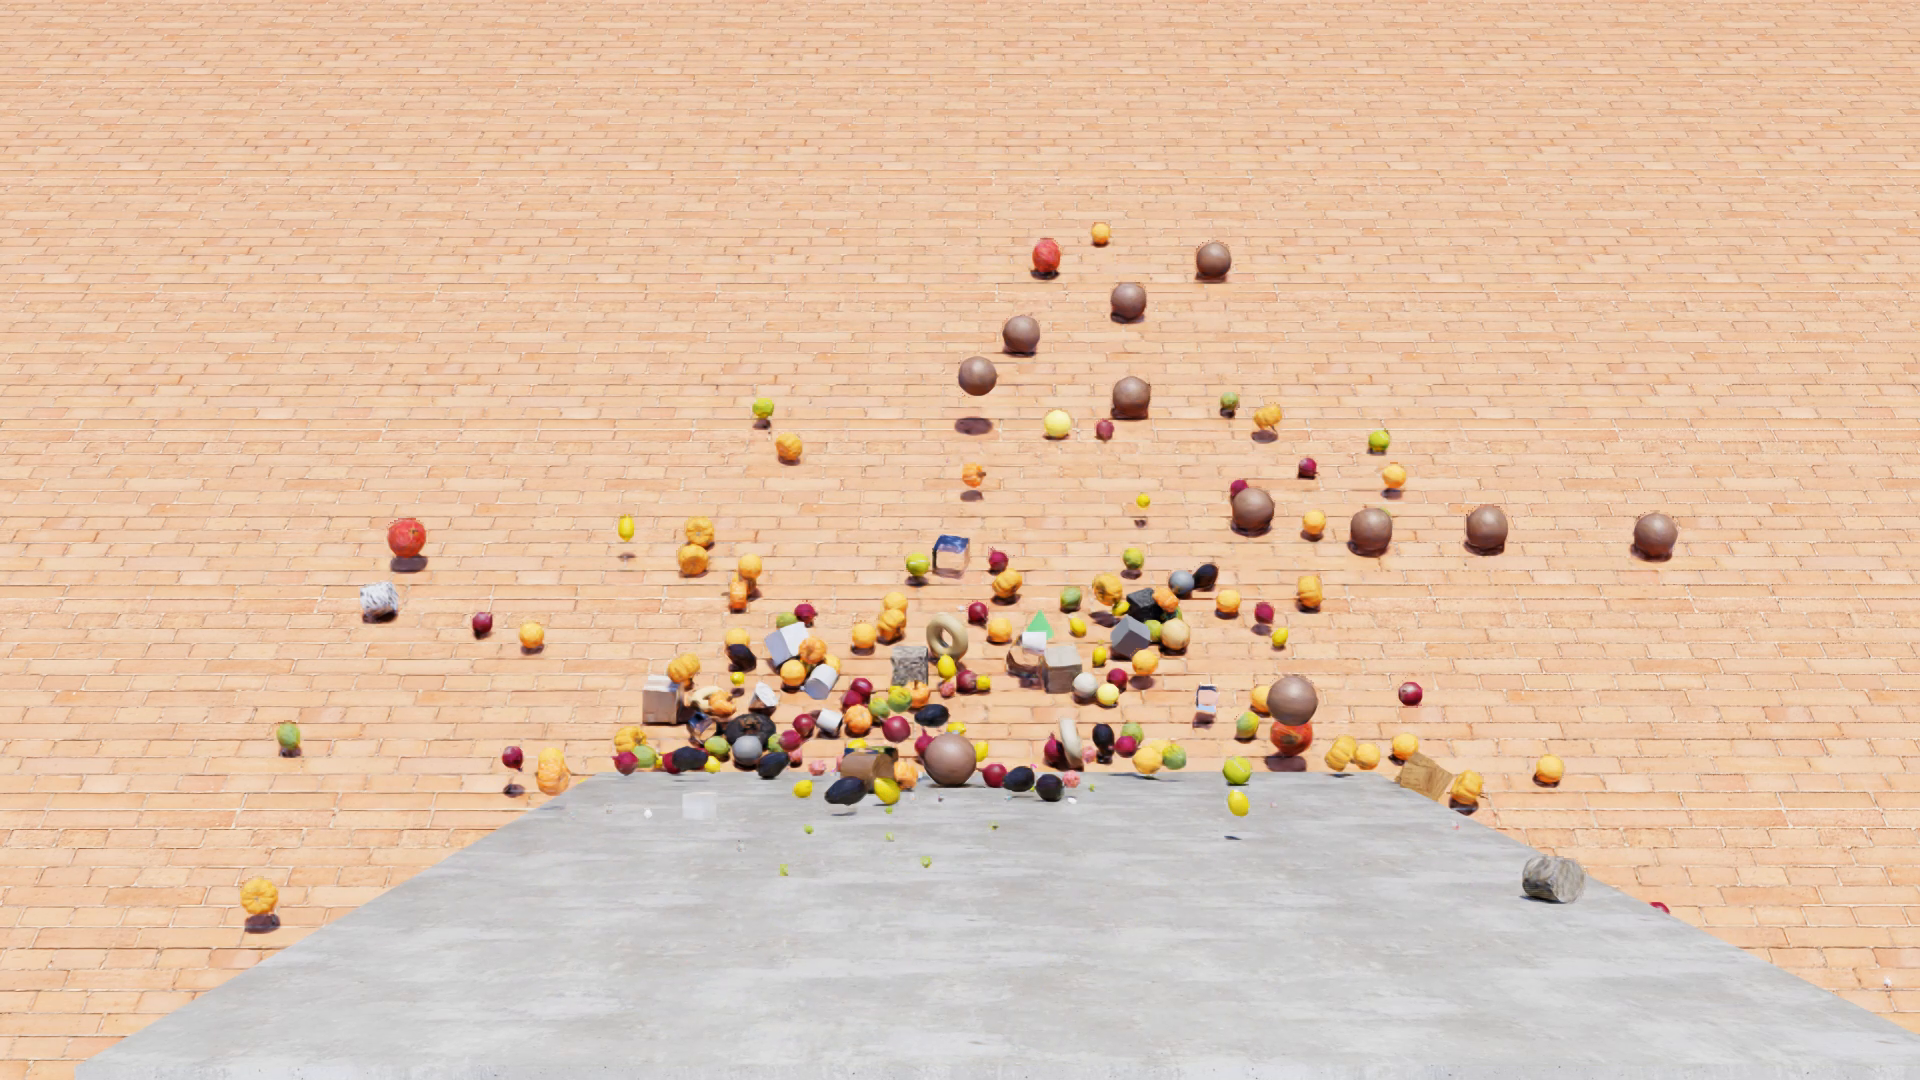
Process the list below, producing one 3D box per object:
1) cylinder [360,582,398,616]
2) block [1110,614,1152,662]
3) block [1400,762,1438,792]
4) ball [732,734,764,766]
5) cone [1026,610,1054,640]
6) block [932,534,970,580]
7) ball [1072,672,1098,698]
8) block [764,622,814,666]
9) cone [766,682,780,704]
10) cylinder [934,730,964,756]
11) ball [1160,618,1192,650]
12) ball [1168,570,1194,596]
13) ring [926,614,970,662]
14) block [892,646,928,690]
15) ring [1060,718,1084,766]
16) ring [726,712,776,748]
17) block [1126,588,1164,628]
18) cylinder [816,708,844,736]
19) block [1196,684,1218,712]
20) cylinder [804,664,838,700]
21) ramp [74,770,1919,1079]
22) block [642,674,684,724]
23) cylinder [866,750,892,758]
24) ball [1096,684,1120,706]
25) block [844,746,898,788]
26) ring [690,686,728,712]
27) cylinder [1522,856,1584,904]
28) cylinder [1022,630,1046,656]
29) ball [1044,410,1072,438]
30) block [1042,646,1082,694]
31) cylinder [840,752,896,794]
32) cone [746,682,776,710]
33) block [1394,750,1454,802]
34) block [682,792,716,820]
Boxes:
[{"bbox_3d":[-1.671,0.169,7.455,0.083,0.083,0.083,-13,31,7],"label":"cylinder"},{"bbox_3d":[0.481,0.275,7.293,0.078,0.078,0.078,29,26,-20],"label":"block"},{"bbox_3d":[1.098,0.569,6.199,0.058,0.058,0.058,11,-1,39],"label":"block"},{"bbox_3d":[-0.562,0.557,6.865,0.082,0.082,0.082,0,32,0],"label":"ball"},{"bbox_3d":[0.228,0.230,7.391,0.082,0.082,0.082,0,32,0],"label":"cone"},{"bbox_3d":[-0.027,0.050,7.671,0.091,0.091,0.091,8,33,13],"label":"block"},{"bbox_3d":[0.344,0.399,7.111,0.070,0.070,0.070,0,32,0],"label":"ball"},{"bbox_3d":[-0.476,0.289,7.226,0.085,0.085,0.085,-18,80,-43],"label":"block"},{"bbox_3d":[-0.528,0.417,7.109,0.061,0.061,0.061,-1,30,1],"label":"cone"},{"bbox_3d":[-0.029,0.542,6.909,0.059,0.059,0.059,-13,34,-22],"label":"cylinder"},{"bbox_3d":[0.609,0.266,7.316,0.089,0.089,0.089,0,32,0],"label":"ball"},{"bbox_3d":[0.647,0.125,7.565,0.076,0.076,0.076,0,32,0],"label":"ball"},{"bbox_3d":[-0.035,0.274,7.235,0.139,0.139,0.046,21,28,30],"label":"ring"},{"bbox_3d":[-0.138,0.353,7.156,0.094,0.094,0.094,-1,16,3],"label":"block"},{"bbox_3d":[0.295,0.534,6.841,0.045,0.136,0.136,-16,32,5],"label":"ring"},{"bbox_3d":[-0.562,0.516,6.962,0.139,0.046,0.139,-3,34,2],"label":"ring"},{"bbox_3d":[0.531,0.198,7.445,0.079,0.079,0.079,-16,35,-24],"label":"block"},{"bbox_3d":[-0.350,0.489,6.976,0.057,0.057,0.057,22,36,8],"label":"cylinder"},{"bbox_3d":[0.668,0.428,7.003,0.052,0.052,0.052,6,67,14],"label":"block"},{"bbox_3d":[-0.373,0.384,6.983,0.070,0.070,0.070,10,38,16],"label":"cylinder"},{"bbox_3d":[0.071,0.625,4.715,2.000,0.100,4.000,0,-1,0],"label":"ramp"},{"bbox_3d":[-0.806,0.432,7.042,0.094,0.094,0.094,4,23,6],"label":"block"},{"bbox_3d":[-0.210,0.569,6.692,0.053,0.053,0.053,-4,29,21],"label":"cylinder"},{"bbox_3d":[0.406,0.423,7.100,0.061,0.061,0.061,0,32,0],"label":"ball"},{"bbox_3d":[-0.214,0.546,6.220,0.094,0.094,0.094,0,-1,27],"label":"block"},{"bbox_3d":[-0.687,0.436,7.097,0.103,0.034,0.103,-6,29,3],"label":"ring"},{"bbox_3d":[0.931,0.533,4.067,0.068,0.068,0.068,-20,9,-28],"label":"cylinder"},{"bbox_3d":[0.204,0.283,7.124,0.063,0.063,0.063,4,32,3],"label":"cylinder"},{"bbox_3d":[0.315,-0.374,8.355,0.088,0.088,0.088,0,32,0],"label":"ball"},{"bbox_3d":[0.281,0.359,7.172,0.093,0.093,0.093,-5,32,-7],"label":"block"},{"bbox_3d":[-0.217,0.545,6.061,0.093,0.093,0.093,-1,27,36],"label":"cylinder"},{"bbox_3d":[-0.556,0.442,7.077,0.077,0.077,0.077,-37,21,25],"label":"cone"},{"bbox_3d":[1.134,0.583,6.330,0.090,0.090,0.090,35,-1,-7],"label":"block"},{"bbox_3d":[-0.547,0.558,5.447,0.051,0.051,0.051,0,-1,29],"label":"block"}]
